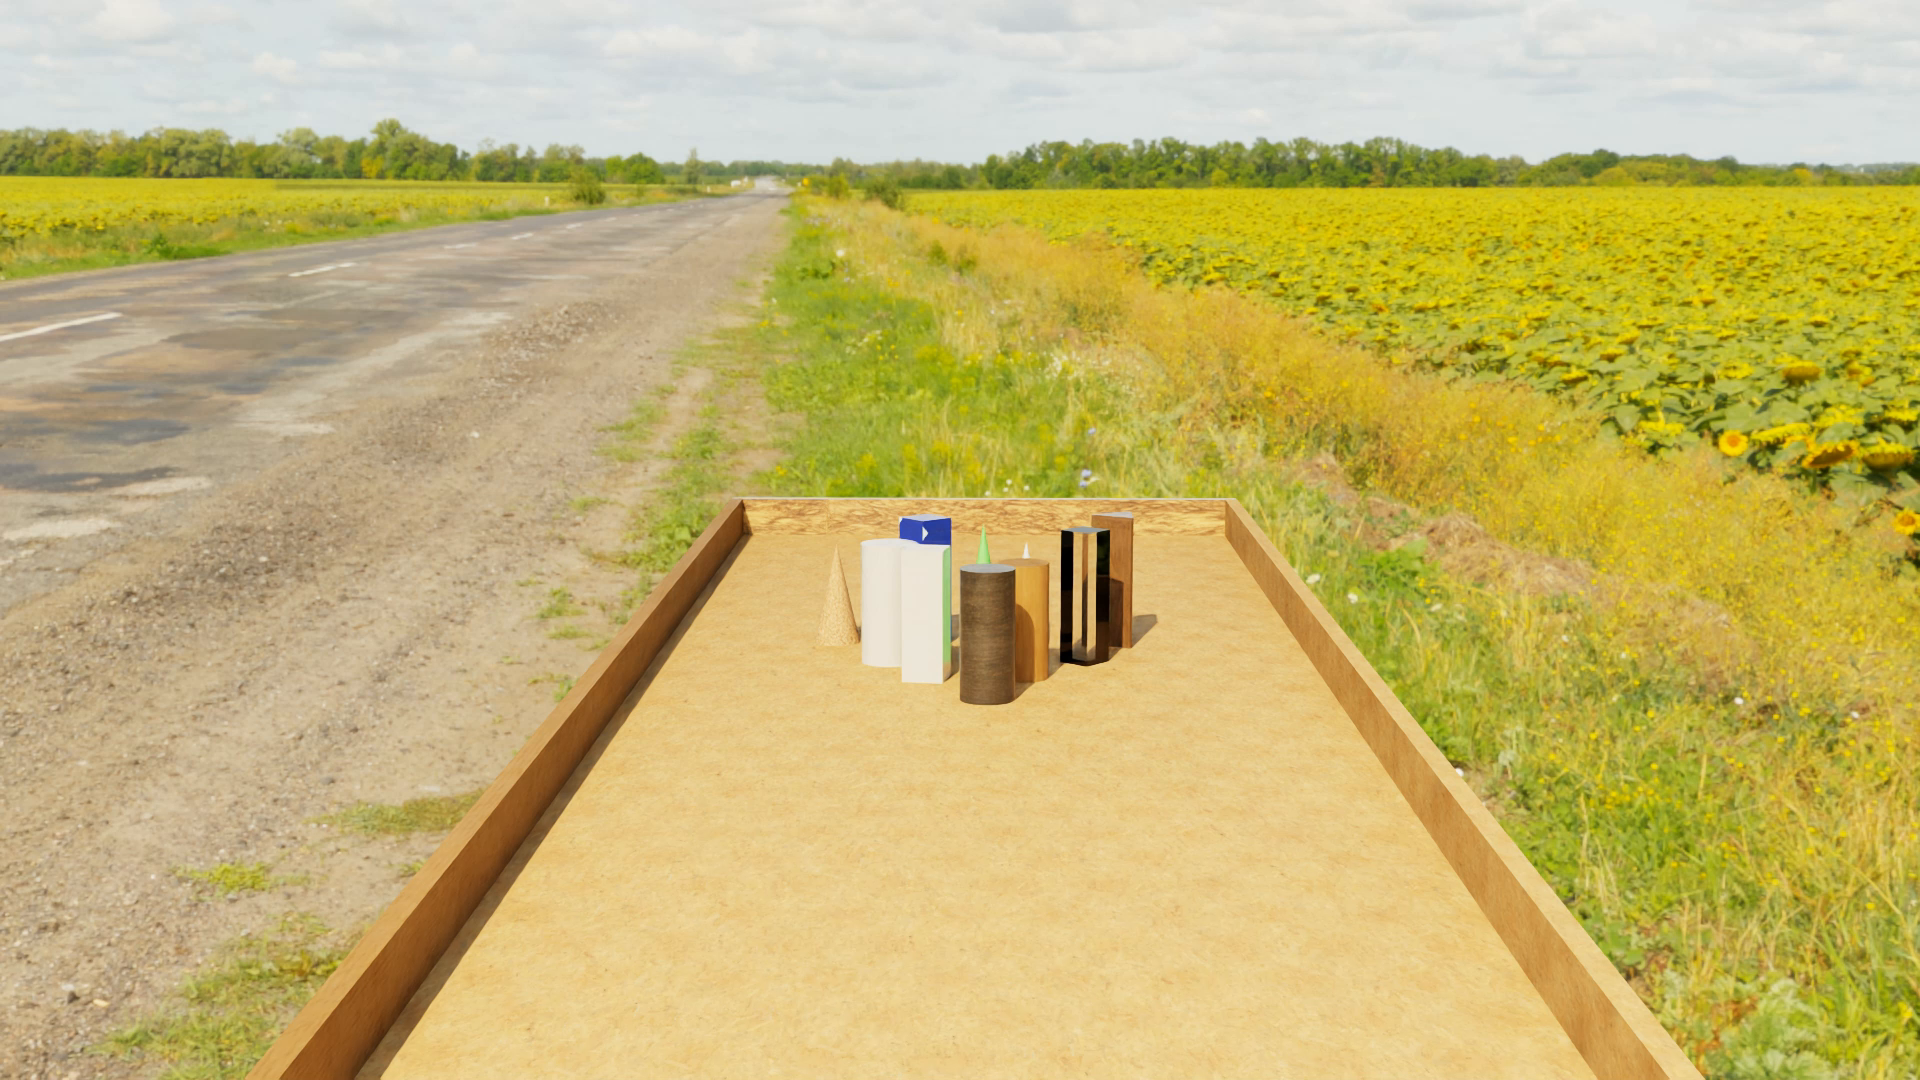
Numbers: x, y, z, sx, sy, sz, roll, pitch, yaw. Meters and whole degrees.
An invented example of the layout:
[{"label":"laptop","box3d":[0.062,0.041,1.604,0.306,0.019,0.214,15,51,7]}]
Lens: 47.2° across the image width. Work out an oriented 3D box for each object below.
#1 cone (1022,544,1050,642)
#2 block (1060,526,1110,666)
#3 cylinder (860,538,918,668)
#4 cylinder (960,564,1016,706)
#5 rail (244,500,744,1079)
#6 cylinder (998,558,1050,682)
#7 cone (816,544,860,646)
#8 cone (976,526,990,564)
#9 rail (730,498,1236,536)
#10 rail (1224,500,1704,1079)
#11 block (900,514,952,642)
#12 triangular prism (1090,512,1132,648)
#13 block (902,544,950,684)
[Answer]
[{"label":"cone","box3d":[0.210,0.163,6.957,0.150,0.321,0.150,0,9,0]},{"label":"block","box3d":[0.378,0.169,6.647,0.105,0.405,0.105,8,12,41]},{"label":"cylinder","box3d":[-0.213,0.189,6.657,0.172,0.364,0.172,0,9,0]},{"label":"cylinder","box3d":[0.077,0.263,6.157,0.157,0.373,0.157,0,9,0]},{"label":"rail","box3d":[-1.004,0.839,3.234,0.050,0.150,12.000,0,9,1]},{"label":"cylinder","box3d":[0.186,0.235,6.436,0.150,0.342,0.150,0,9,0]},{"label":"cone","box3d":[-0.389,0.166,6.953,0.143,0.316,0.143,0,9,0]},{"label":"cone","box3d":[0.072,0.155,6.695,0.152,0.418,0.152,0,9,0]},{"label":"rail","box3d":[0.099,-0.098,9.147,2.100,0.150,0.050,0,9,1]},{"label":"rail","box3d":[1.046,0.843,3.208,0.050,0.150,12.000,0,9,1]},{"label":"block","box3d":[-0.109,0.127,6.932,0.116,0.400,0.116,-8,12,-40]},{"label":"triangular prism","box3d":[0.504,0.121,6.928,0.144,0.412,0.125,5,10,30]},{"label":"block","box3d":[-0.098,0.214,6.419,0.121,0.388,0.121,2,9,11]}]
